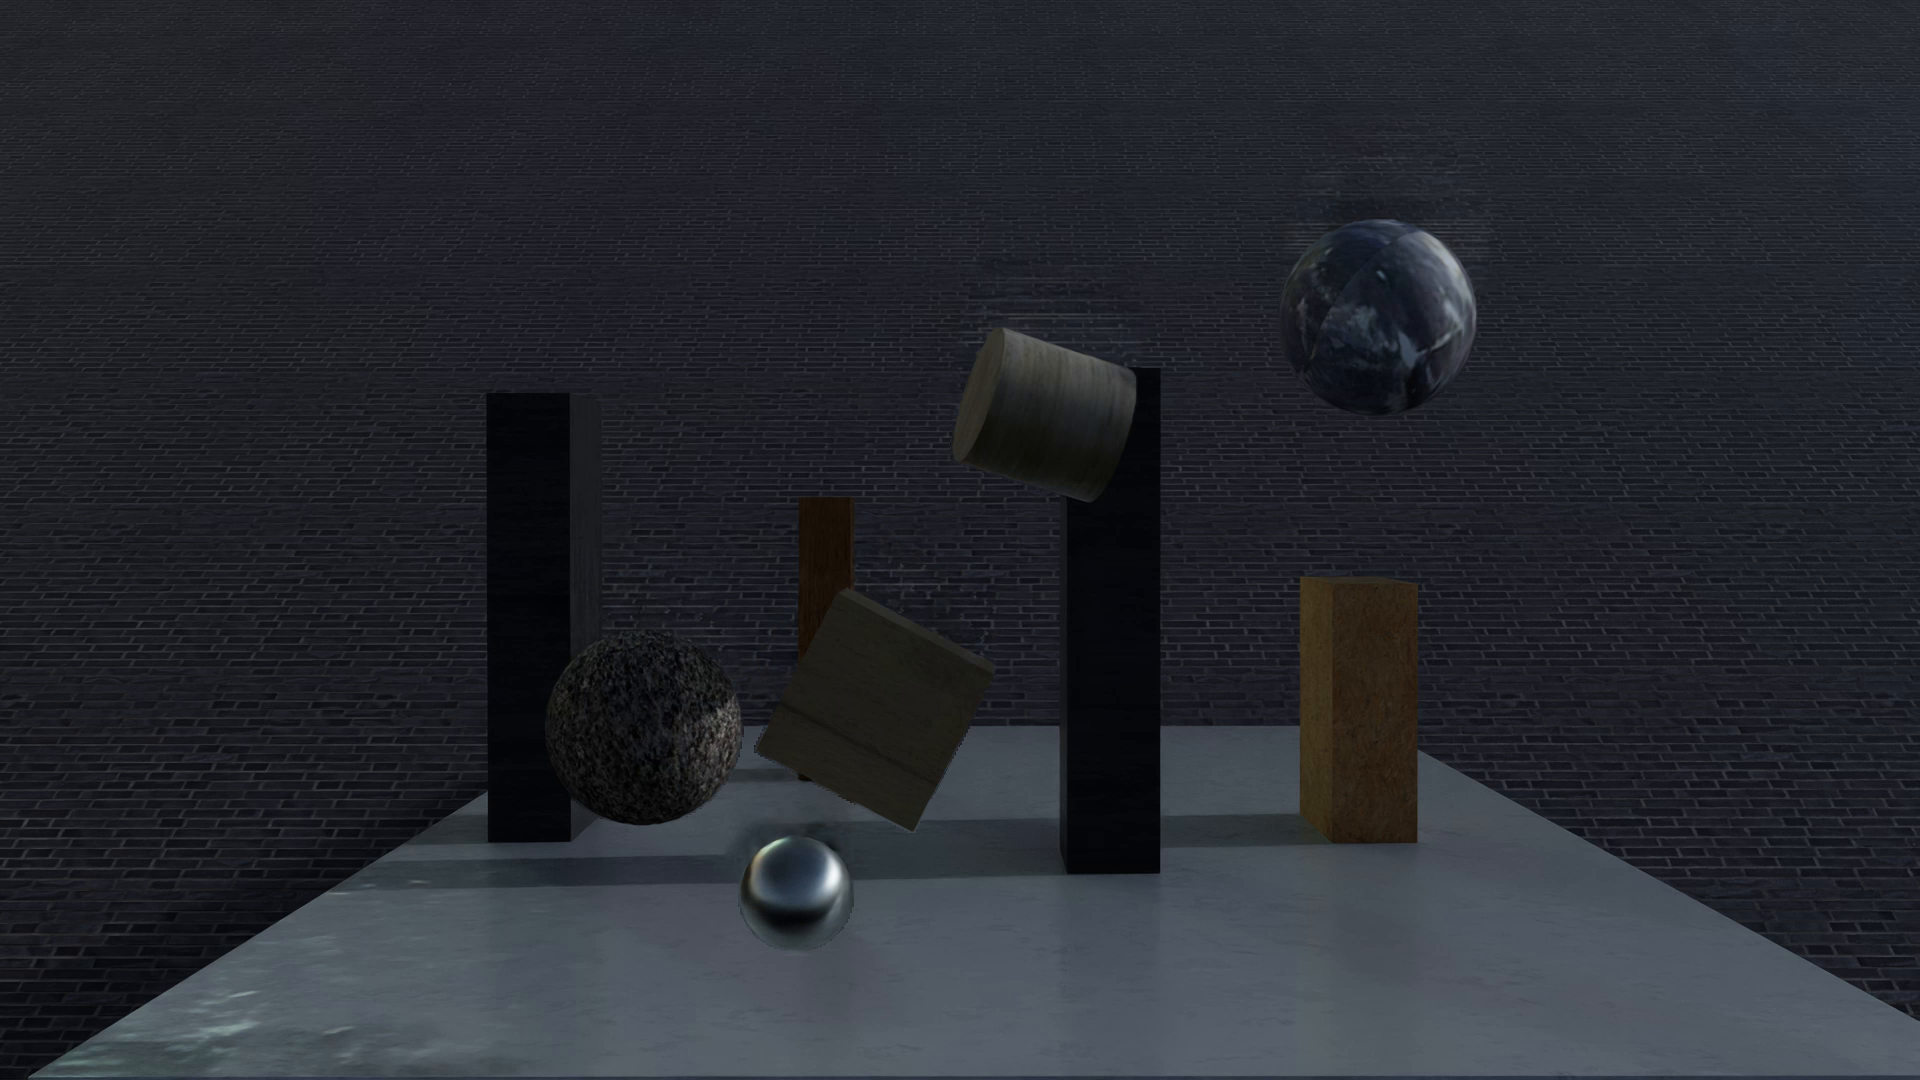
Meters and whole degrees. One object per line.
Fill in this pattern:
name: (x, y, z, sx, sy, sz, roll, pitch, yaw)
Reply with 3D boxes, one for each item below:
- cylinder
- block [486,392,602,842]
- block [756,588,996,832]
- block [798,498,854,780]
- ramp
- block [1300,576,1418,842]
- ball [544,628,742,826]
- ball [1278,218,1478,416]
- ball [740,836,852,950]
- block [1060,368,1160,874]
cylinder: (0.081, -0.120, 2.478, 0.135, 0.135, 0.135, 17, 25, -13)
block: (-0.729, 0.128, 4.559, 0.140, 0.759, 0.394, 0, 1, 0)
block: (-0.089, 0.182, 2.842, 0.189, 0.189, 0.189, 27, 1, 1)
block: (-0.279, 0.202, 5.441, 0.105, 0.584, 0.240, 0, 1, 0)
ramp: (0.062, 0.557, 4.594, 2.000, 0.100, 4.000, 0, 1, 0)
block: (0.698, 0.289, 4.553, 0.144, 0.437, 0.409, 0, 1, 0)
ball: (-0.309, 0.183, 2.522, 0.191, 0.191, 0.191, 0, 27, 0)
ball: (0.415, -0.222, 2.569, 0.195, 0.195, 0.195, 0, 27, 0)
ball: (-0.170, 0.366, 2.678, 0.117, 0.117, 0.117, 0, 27, 0)
block: (0.238, 0.123, 4.139, 0.144, 0.782, 0.294, 0, 1, 0)
